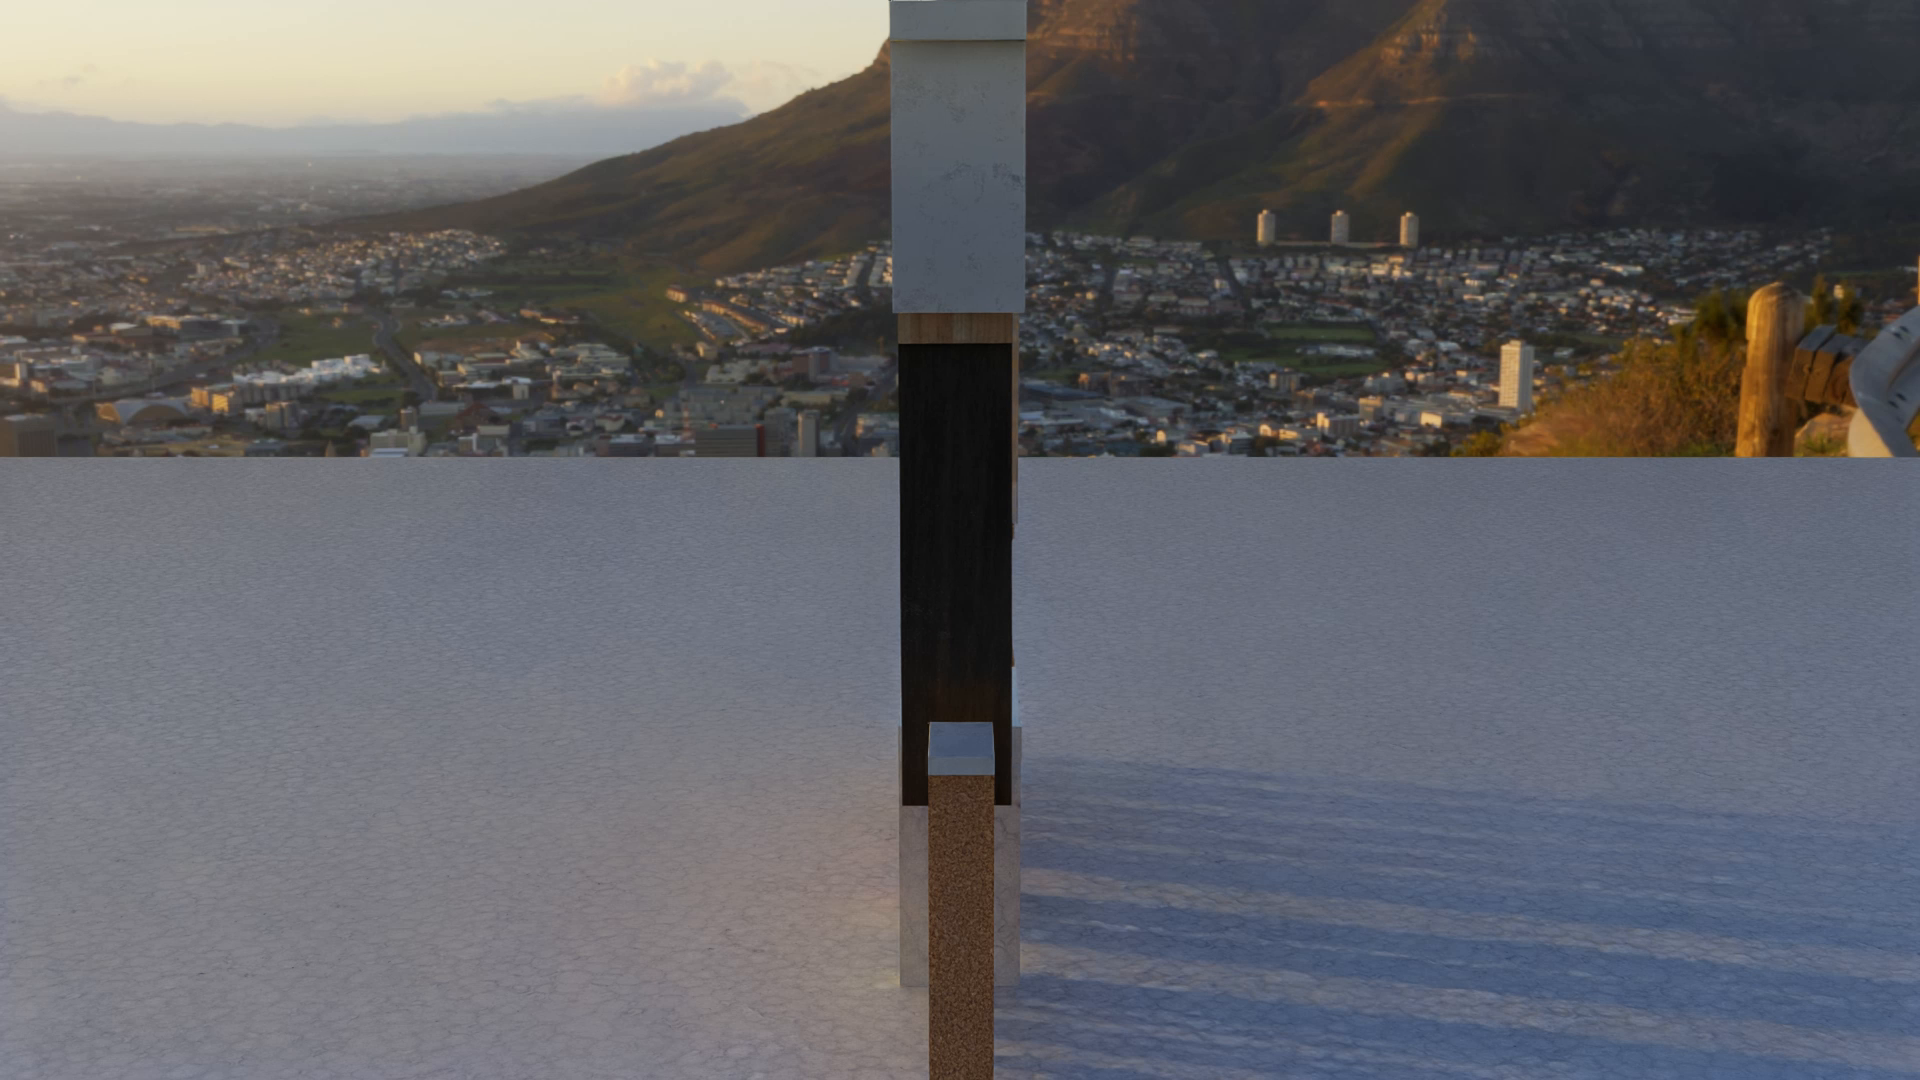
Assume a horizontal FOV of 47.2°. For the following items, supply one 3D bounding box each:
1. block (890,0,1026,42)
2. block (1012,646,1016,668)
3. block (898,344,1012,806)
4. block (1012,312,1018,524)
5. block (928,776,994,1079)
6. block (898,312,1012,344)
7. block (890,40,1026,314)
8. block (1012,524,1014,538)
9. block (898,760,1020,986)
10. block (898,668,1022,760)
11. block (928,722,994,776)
[{"bbox_3d":[-0.003,-0.674,2.889,0.170,0.048,0.340,0,10,0],"label":"block"},{"bbox_3d":[0.002,0.205,3.699,0.174,0.049,0.348,0,11,0],"label":"block"},{"bbox_3d":[-0.005,0.047,2.966,0.149,0.634,0.042,0,10,0],"label":"block"},{"bbox_3d":[0.001,-0.193,3.235,0.168,0.337,0.048,0,11,0],"label":"block"},{"bbox_3d":[0.002,0.516,2.791,0.082,0.467,0.023,0,11,0],"label":"block"},{"bbox_3d":[-0.006,-0.303,3.002,0.149,0.042,0.298,0,10,0],"label":"block"},{"bbox_3d":[-0.002,-0.463,2.813,0.170,0.340,0.048,0,11,0],"label":"block"},{"bbox_3d":[0.003,-0.203,3.462,0.168,0.400,0.048,0,11,0],"label":"block"},{"bbox_3d":[0.000,0.483,3.265,0.179,0.357,0.051,0,11,0],"label":"block"},{"bbox_3d":[0.000,0.261,3.345,0.179,0.051,0.357,0,11,0],"label":"block"},{"bbox_3d":[0.002,0.265,2.801,0.082,0.023,0.165,0,11,0],"label":"block"}]
